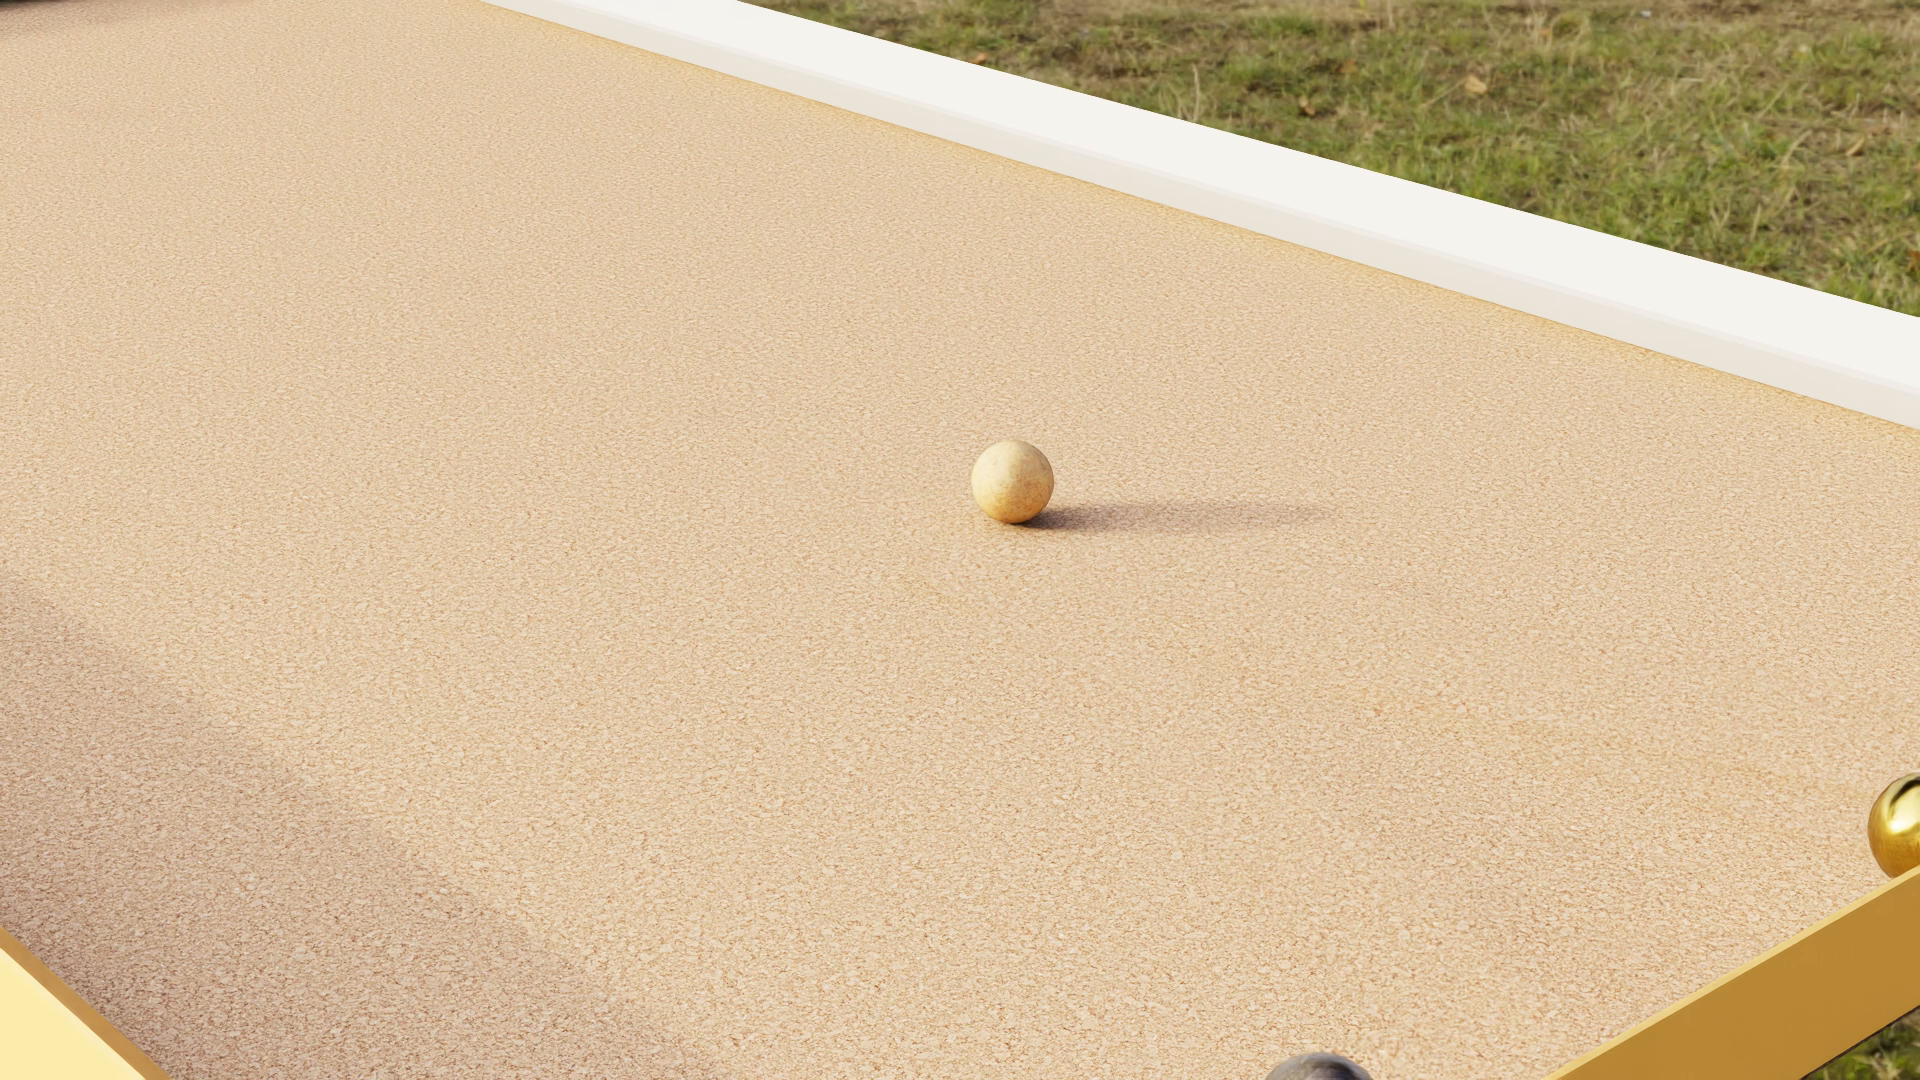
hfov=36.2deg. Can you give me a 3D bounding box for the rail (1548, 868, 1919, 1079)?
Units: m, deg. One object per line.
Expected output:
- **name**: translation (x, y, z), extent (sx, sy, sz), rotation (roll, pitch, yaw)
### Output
- **rail**: translation (0.567, 0.237, 1.806), extent (1.845, 0.105, 0.045), rotation (-18, 29, -37)

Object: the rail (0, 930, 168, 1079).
- **rail**: translation (-1.262, -0.047, 2.490), extent (0.045, 0.105, 3.562), rotation (-18, 29, -37)

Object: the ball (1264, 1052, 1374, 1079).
- **ball**: translation (0.200, 0.323, 1.637), extent (0.076, 0.076, 0.076), rotation (0, 23, 0)

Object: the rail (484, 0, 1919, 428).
- **rail**: translation (0.097, -0.497, 3.577), extent (0.045, 0.105, 3.562), rotation (-18, 29, -37)

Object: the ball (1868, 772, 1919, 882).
- **ball**: translation (0.642, 0.193, 1.946), extent (0.081, 0.081, 0.081), rotation (0, 23, 0)

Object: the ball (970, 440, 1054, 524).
- **ball**: translation (0.045, -0.051, 2.545), extent (0.072, 0.072, 0.072), rotation (0, 23, 0)
